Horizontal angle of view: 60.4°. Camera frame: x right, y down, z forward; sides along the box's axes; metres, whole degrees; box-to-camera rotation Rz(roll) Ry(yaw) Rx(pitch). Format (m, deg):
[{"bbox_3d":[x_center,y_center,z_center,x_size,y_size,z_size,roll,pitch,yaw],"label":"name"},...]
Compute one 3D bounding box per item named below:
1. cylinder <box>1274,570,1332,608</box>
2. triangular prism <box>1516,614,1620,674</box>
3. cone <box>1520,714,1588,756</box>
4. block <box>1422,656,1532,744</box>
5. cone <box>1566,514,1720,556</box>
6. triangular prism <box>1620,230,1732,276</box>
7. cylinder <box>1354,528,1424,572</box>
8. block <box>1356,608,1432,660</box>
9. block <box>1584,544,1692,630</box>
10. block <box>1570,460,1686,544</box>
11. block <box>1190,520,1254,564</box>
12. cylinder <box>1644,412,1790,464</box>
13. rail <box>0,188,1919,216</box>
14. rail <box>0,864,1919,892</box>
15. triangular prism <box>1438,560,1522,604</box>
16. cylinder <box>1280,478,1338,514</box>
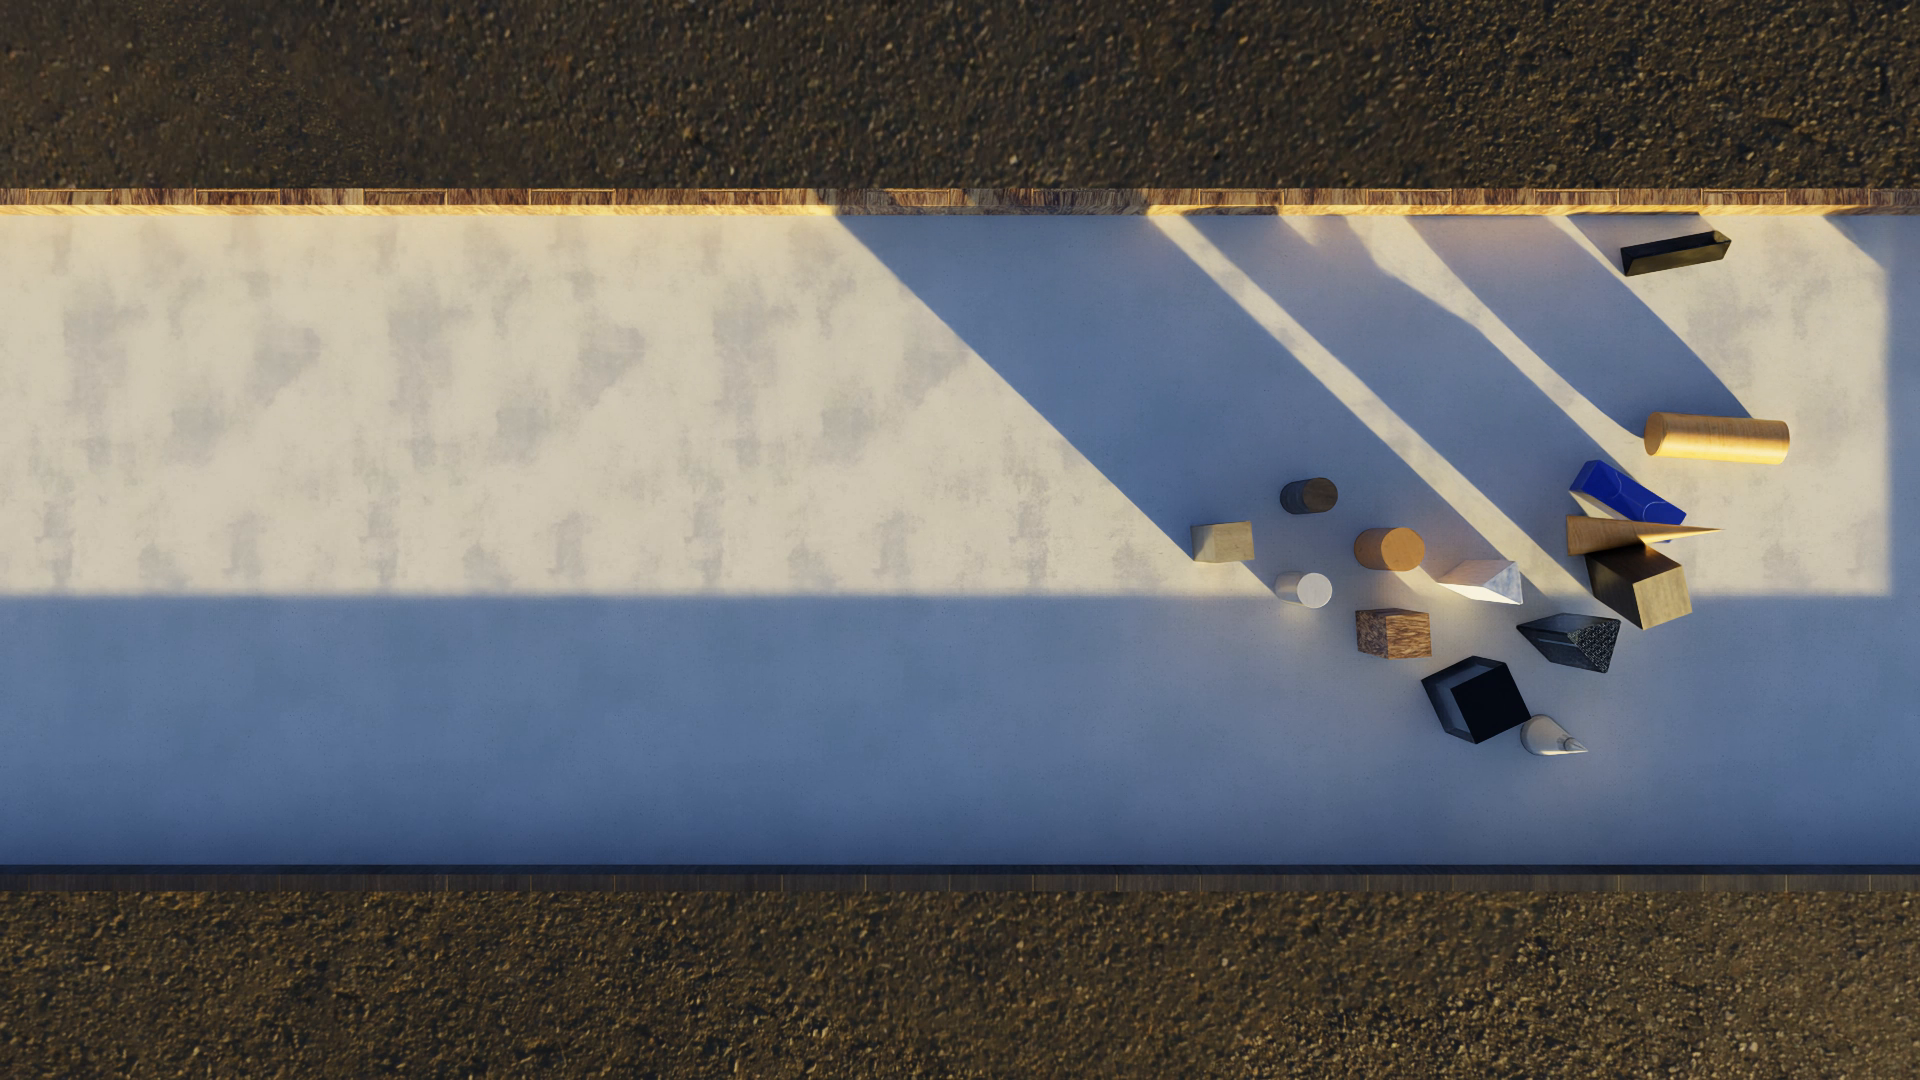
[{"bbox_3d":[1.017,0.145,4.905,0.101,0.342,0.101,0,90,0],"label":"cylinder"},{"bbox_3d":[1.814,0.274,4.863,0.155,0.427,0.134,45,90,0],"label":"triangular prism"},{"bbox_3d":[1.788,0.601,4.882,0.127,0.389,0.127,0,90,0],"label":"cone"},{"bbox_3d":[1.536,0.474,4.924,0.178,0.305,0.178,-25,90,0],"label":"block"},{"bbox_3d":[2.055,-0.022,4.943,0.443,0.127,0.127,-2,90,19],"label":"cone"},{"bbox_3d":[2.189,-0.880,5.035,0.302,0.078,0.090,-10,90,0],"label":"triangular prism"},{"bbox_3d":[1.275,0.027,4.913,0.127,0.327,0.127,0,90,0],"label":"cylinder"},{"bbox_3d":[1.283,0.275,4.895,0.124,0.364,0.124,-4,90,0],"label":"block"},{"bbox_3d":[2.014,0.125,4.909,0.152,0.304,0.152,-20,108,0],"label":"block"},{"bbox_3d":[2.032,-0.116,5.024,0.311,0.105,0.105,32,90,0],"label":"block"},{"bbox_3d":[0.768,0.006,4.854,0.109,0.445,0.109,-6,90,0],"label":"block"},{"bbox_3d":[2.296,-0.309,5.009,0.382,0.134,0.134,4,90,0],"label":"cylinder"},{"bbox_3d":[-2.247,-1.025,5.002,12.000,0.150,0.050,0,90,0],"label":"rail"},{"bbox_3d":[-2.247,1.025,5.001,12.000,0.150,0.050,0,90,0],"label":"rail"},{"bbox_3d":[1.543,0.107,4.853,0.120,0.447,0.104,24,90,0],"label":"triangular prism"},{"bbox_3d":[1.035,-0.129,4.908,0.102,0.338,0.102,0,90,0],"label":"cylinder"}]
